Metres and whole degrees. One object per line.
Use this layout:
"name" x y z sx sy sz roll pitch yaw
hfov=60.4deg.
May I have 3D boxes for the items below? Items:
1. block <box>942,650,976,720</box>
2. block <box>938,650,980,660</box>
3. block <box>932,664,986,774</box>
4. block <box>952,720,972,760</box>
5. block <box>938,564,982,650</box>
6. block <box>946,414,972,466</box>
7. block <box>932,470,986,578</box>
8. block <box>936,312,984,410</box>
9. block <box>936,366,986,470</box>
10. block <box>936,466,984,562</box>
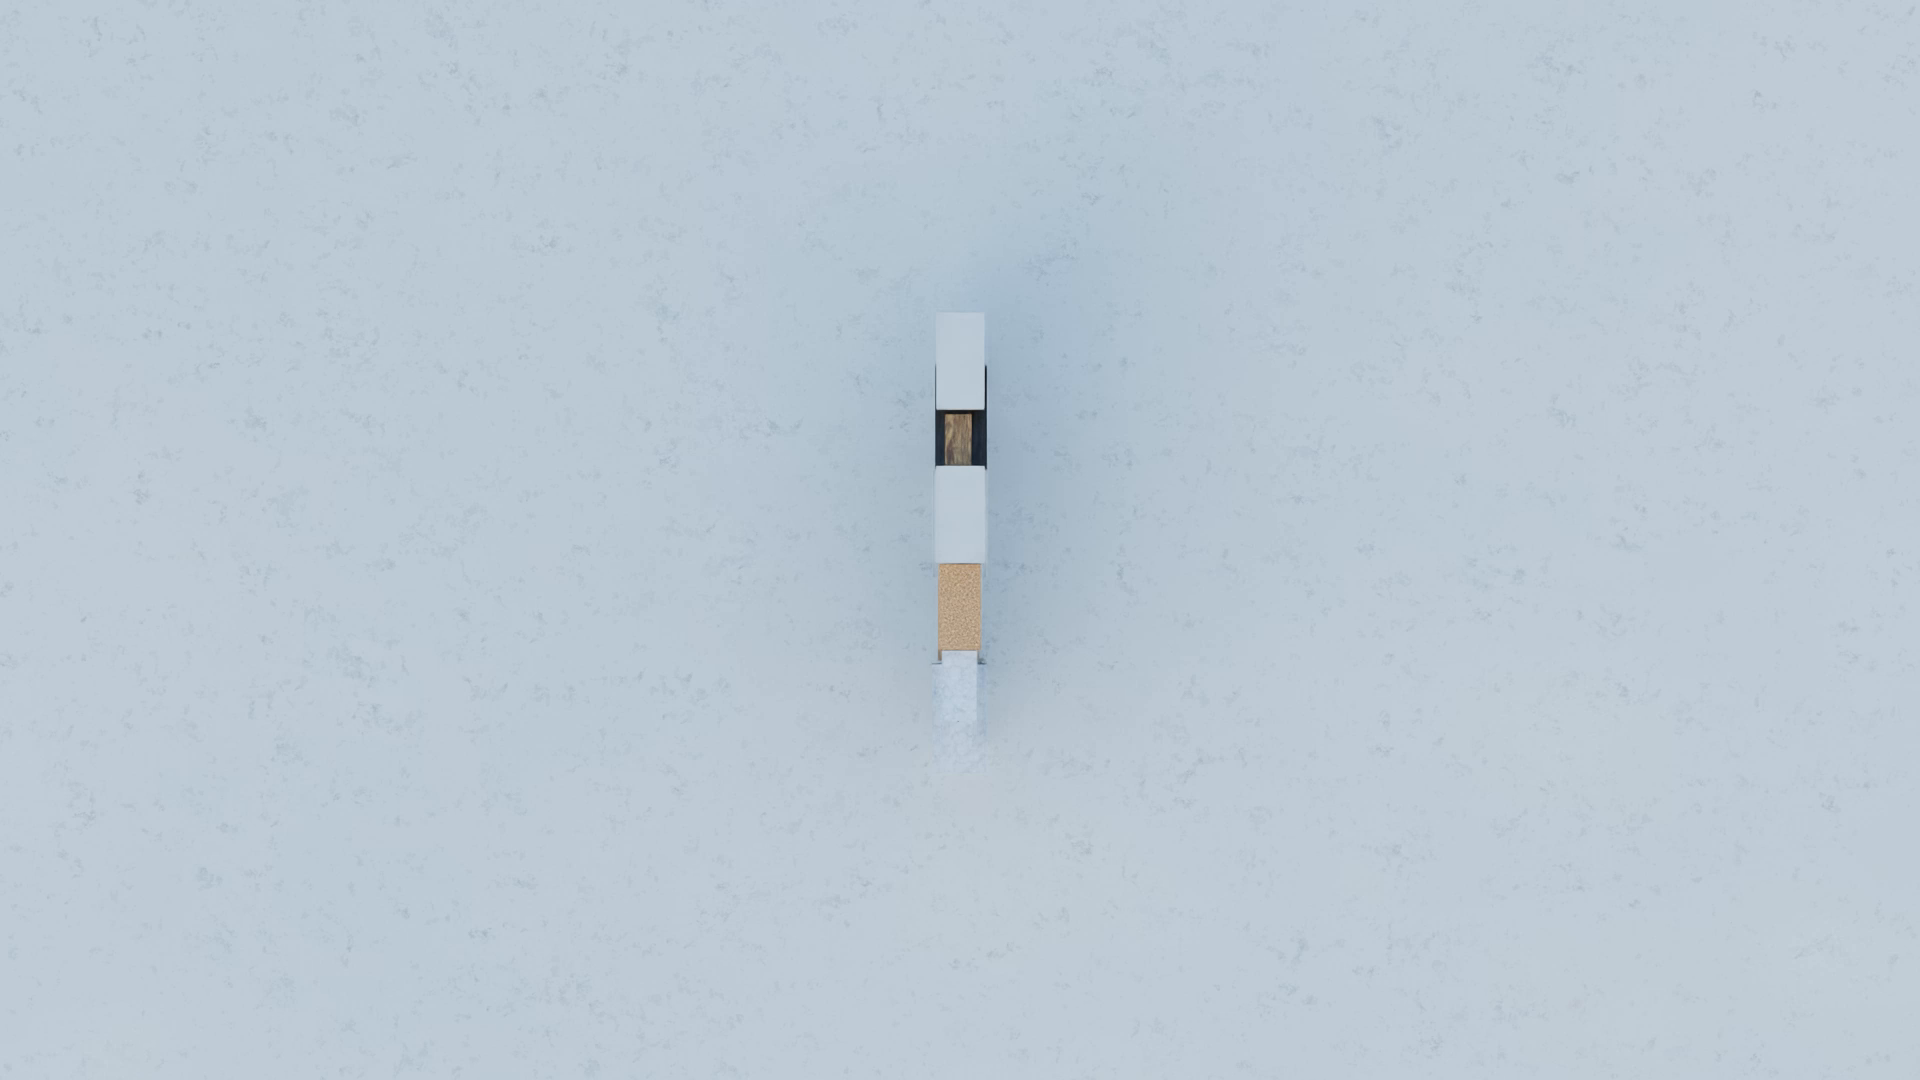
"block" -0.002 0.430 4.891 0.103 0.029 0.207 0 90 0
"block" -0.005 0.250 5.221 0.130 0.037 0.260 0 90 0
"block" -0.002 0.555 5.137 0.170 0.048 0.339 0 90 0
"block" 0.004 0.601 4.980 0.062 0.018 0.124 0 90 0
"block" 0.000 0.196 4.854 0.125 0.035 0.250 0 90 0
"block" -0.005 -0.299 4.963 0.079 0.022 0.158 0 90 0
"block" -0.001 -0.050 5.145 0.166 0.047 0.331 0 90 0
"block" 0.001 -0.523 4.832 0.140 0.040 0.280 0 90 0
"block" 0.003 -0.382 5.155 0.161 0.046 0.322 0 90 0
"block" 0.001 -0.075 4.820 0.141 0.040 0.282 0 90 0
